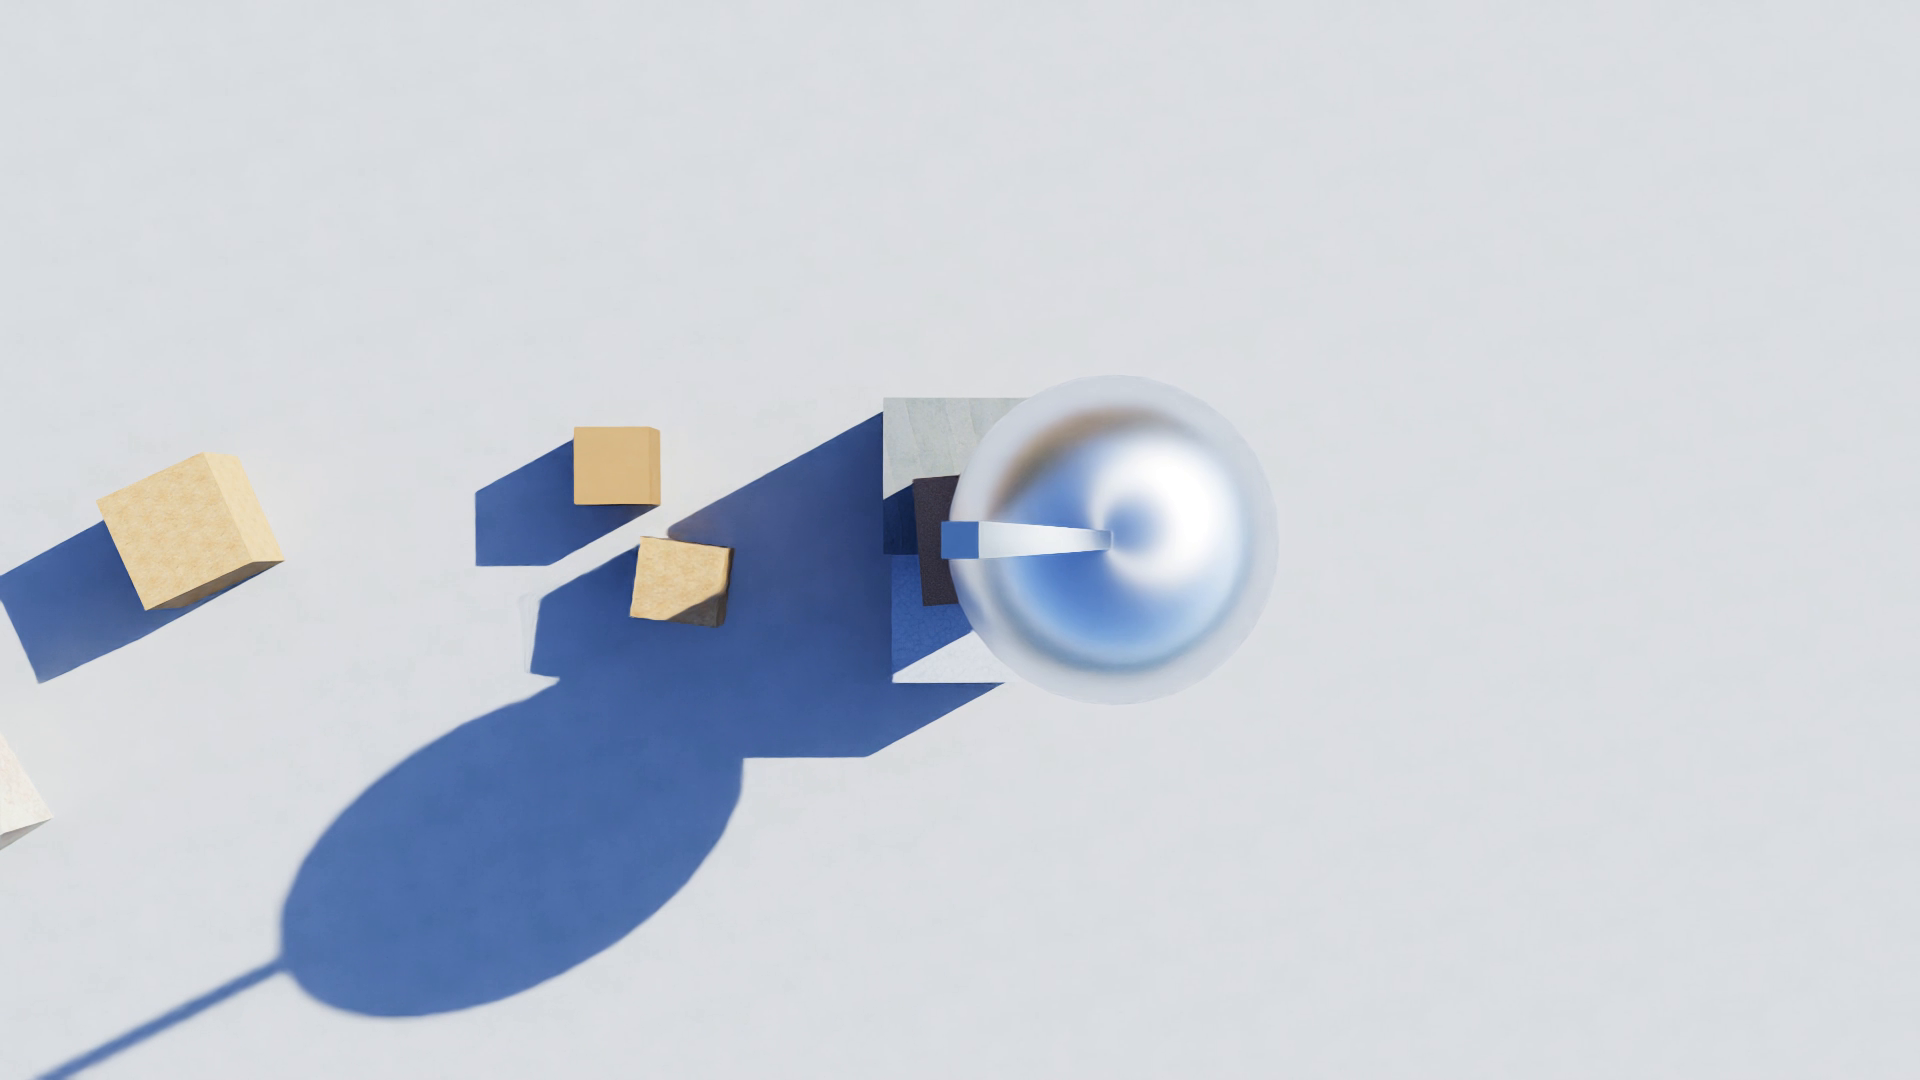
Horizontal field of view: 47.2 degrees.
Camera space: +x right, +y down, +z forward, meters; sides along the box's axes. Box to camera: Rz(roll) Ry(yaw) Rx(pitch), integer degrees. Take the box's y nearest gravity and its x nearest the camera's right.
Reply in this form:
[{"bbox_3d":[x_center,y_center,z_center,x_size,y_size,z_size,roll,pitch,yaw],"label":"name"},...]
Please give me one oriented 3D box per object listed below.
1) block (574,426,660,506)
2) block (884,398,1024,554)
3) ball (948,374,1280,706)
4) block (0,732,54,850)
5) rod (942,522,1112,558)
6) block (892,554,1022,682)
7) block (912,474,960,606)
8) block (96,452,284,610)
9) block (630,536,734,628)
[{"bbox_3d":[-1.984,-0.425,12.764,0.429,0.471,0.442,0,90,0],"label":"block"},{"bbox_3d":[-0.004,-0.352,12.538,0.835,0.924,0.862,0,90,0],"label":"block"},{"bbox_3d":[0.735,0.000,10.609,1.600,1.600,1.600,0,90,0],"label":"ball"},{"bbox_3d":[-5.859,1.541,12.660,0.749,0.680,0.699,-32,90,0],"label":"block"},{"bbox_3d":[0.318,0.000,7.234,0.080,5.200,0.080,0,90,7],"label":"rod"},{"bbox_3d":[-0.018,0.441,12.681,0.732,0.638,0.719,0,90,0],"label":"block"},{"bbox_3d":[0.125,-0.016,11.724,0.690,0.704,0.663,-5,90,0],"label":"block"},{"bbox_3d":[-4.432,-0.050,12.700,0.665,0.599,0.681,-25,90,0],"label":"block"},{"bbox_3d":[-1.607,0.240,12.766,0.490,0.467,0.457,8,90,0],"label":"block"}]
